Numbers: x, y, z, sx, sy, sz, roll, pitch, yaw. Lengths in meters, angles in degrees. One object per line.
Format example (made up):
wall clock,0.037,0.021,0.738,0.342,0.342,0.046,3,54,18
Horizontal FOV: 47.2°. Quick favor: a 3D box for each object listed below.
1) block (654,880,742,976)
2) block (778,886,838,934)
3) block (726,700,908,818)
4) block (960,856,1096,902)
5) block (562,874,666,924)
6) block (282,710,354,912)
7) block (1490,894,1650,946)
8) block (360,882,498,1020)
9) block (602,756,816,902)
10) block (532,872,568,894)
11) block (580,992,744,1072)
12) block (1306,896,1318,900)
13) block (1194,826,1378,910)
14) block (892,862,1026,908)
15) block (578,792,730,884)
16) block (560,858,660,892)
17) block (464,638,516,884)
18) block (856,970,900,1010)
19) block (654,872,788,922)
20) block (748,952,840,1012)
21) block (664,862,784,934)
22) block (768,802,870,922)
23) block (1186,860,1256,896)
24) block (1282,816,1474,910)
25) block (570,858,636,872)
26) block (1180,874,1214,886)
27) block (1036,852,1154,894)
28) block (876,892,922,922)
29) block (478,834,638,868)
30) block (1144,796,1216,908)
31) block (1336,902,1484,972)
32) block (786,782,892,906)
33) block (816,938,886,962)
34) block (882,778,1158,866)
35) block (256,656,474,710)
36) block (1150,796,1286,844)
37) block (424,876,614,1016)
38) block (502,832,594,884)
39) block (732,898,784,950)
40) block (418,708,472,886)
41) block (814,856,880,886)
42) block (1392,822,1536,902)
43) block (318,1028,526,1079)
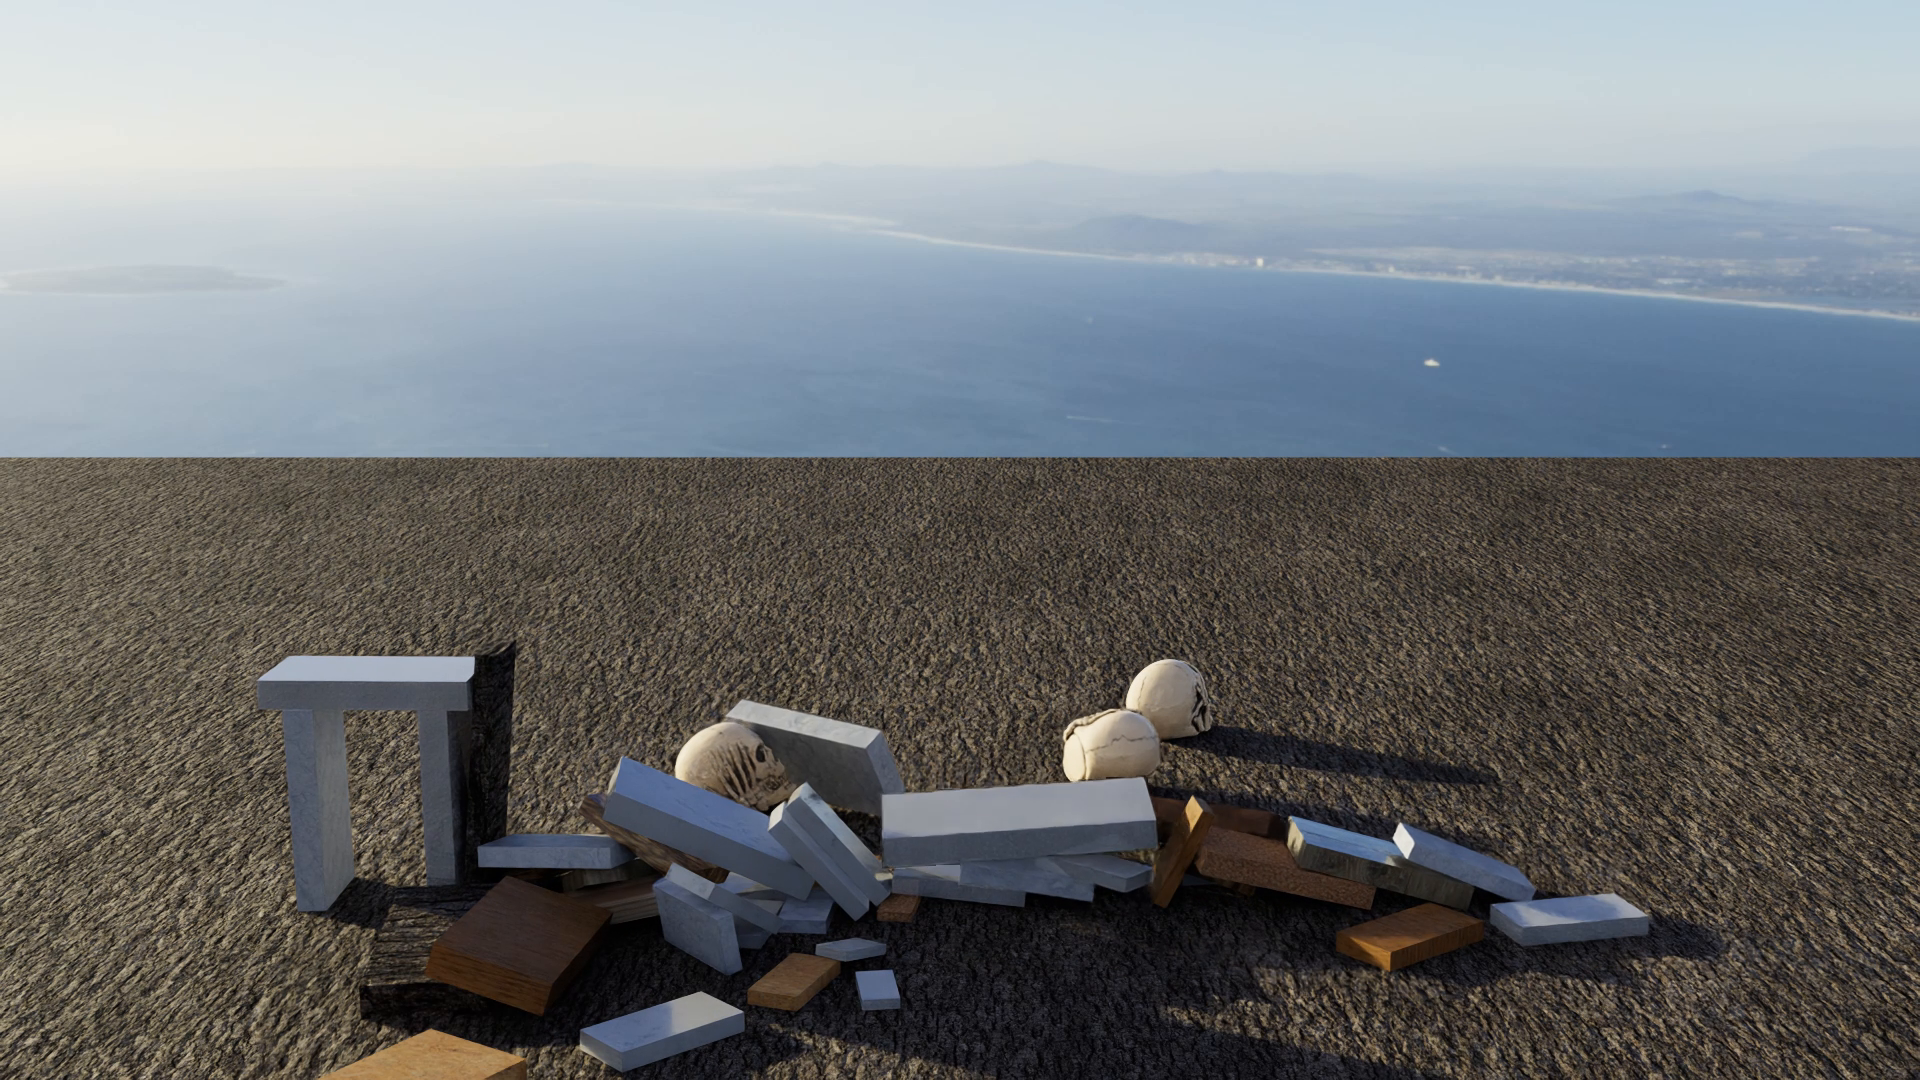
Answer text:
block,-0.403,0.594,3.377,0.027,0.095,0.190,-20,20,-33
block,-0.245,0.598,3.563,0.079,0.022,0.157,1,11,5
block,-0.268,0.412,4.134,0.355,0.177,0.050,8,41,38
block,0.115,0.549,3.635,0.220,0.031,0.110,8,11,4
block,-0.556,0.581,3.516,0.220,0.031,0.110,-11,11,-1
block,-1.059,0.424,3.637,0.048,0.337,0.169,-1,11,0
block,0.970,0.605,3.505,0.219,0.031,0.109,-2,11,-13
block,-0.794,0.621,3.361,0.178,0.050,0.423,-1,11,-7
block,-0.407,0.473,3.617,0.355,0.050,0.177,24,10,-10
block,-0.680,0.574,3.692,0.162,0.023,0.081,-1,11,-4
block,-0.415,0.686,3.074,0.206,0.029,0.103,-9,14,-41
block,0.533,0.564,3.665,0.138,0.020,0.069,13,10,-3
block,0.527,0.537,3.633,0.290,0.041,0.145,13,10,-7
block,0.001,0.566,3.660,0.220,0.031,0.110,6,11,2
block,-0.495,0.486,3.575,0.237,0.034,0.118,31,11,26
block,-0.534,0.549,3.632,0.221,0.031,0.110,-4,-15,-30
block,-0.777,0.381,3.635,0.034,0.422,0.118,6,11,4
block,-0.122,0.662,3.237,0.056,0.016,0.112,-1,11,-8
block,-0.404,0.582,3.624,0.221,0.031,0.110,-4,11,-20
block,-0.245,0.654,3.261,0.079,0.022,0.157,4,11,20
block,-0.361,0.553,3.385,0.095,0.027,0.190,19,-14,37
block,-0.228,0.520,3.568,0.029,0.206,0.103,-42,8,5
block,0.432,0.554,3.694,0.138,0.020,0.069,18,17,7
block,0.691,0.534,3.643,0.290,0.041,0.145,15,10,-5
block,-0.581,0.544,3.726,0.162,0.023,0.081,-5,12,-25
block,0.403,0.560,3.777,0.069,0.020,0.138,-1,11,-5
block,0.221,0.536,3.601,0.174,0.025,0.087,11,11,35
block,-0.099,0.596,3.592,0.056,0.016,0.112,1,11,7
block,-0.652,0.508,3.591,0.237,0.034,0.118,-2,2,17
block,0.362,0.514,3.627,0.025,0.174,0.087,26,7,-9
block,0.703,0.618,3.433,0.219,0.031,0.109,-8,13,-37
block,-0.197,0.500,3.629,0.031,0.220,0.110,-42,4,5
block,-0.166,0.626,3.364,0.056,0.016,0.112,6,0,31
block,0.096,0.470,3.677,0.448,0.050,0.177,-4,17,-1
block,-0.956,0.234,3.604,0.337,0.048,0.169,0,11,1
block,0.425,0.498,3.821,0.290,0.041,0.145,4,-23,30
block,-0.650,0.599,3.277,0.178,0.050,0.356,18,8,3
block,-0.683,0.536,3.677,0.162,0.023,0.081,-15,16,-15
block,-0.336,0.610,3.500,0.079,0.022,0.157,2,11,10
block,-0.840,0.424,3.638,0.048,0.338,0.169,0,11,4
block,-0.251,0.560,3.749,0.206,0.029,0.103,3,11,15
block,0.834,0.536,3.641,0.219,0.031,0.109,22,9,-5
block,-0.744,0.726,2.801,0.178,0.050,0.356,7,13,33
